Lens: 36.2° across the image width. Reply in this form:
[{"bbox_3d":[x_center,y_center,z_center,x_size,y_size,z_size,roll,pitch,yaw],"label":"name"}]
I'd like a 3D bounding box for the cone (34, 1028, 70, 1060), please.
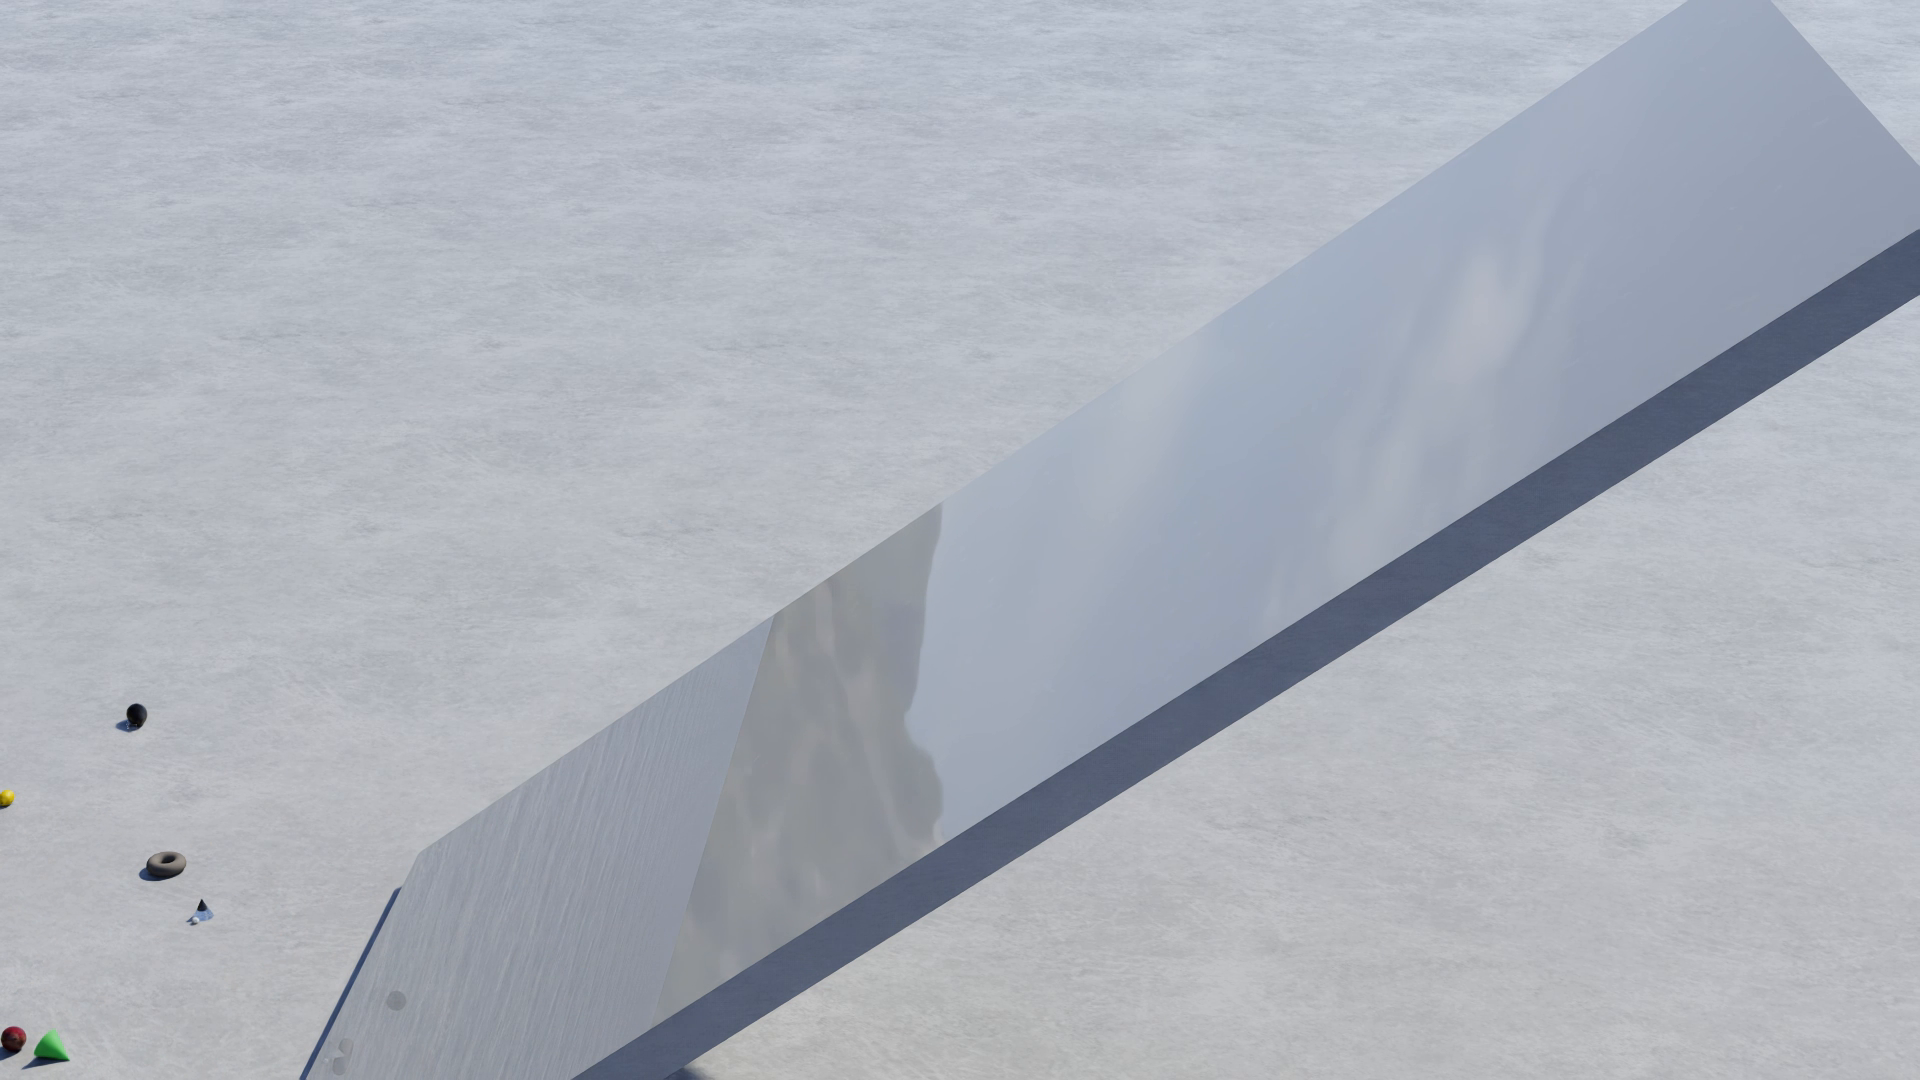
[{"bbox_3d":[-2.146,1.216,6.994,0.077,0.077,0.077,33,30,9],"label":"cone"}]

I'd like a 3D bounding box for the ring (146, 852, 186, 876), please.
[{"bbox_3d":[-2.119,0.865,7.854,0.104,0.035,0.104,1,22,-1],"label":"ring"}]

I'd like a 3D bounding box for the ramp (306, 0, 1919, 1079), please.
[{"bbox_3d":[0.131,0.177,6.317,4.000,0.100,2.000,-34,16,16],"label":"ramp"}]

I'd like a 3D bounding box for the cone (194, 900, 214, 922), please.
[{"bbox_3d":[-1.962,0.951,7.618,0.052,0.052,0.052,0,22,0],"label":"cone"}]
